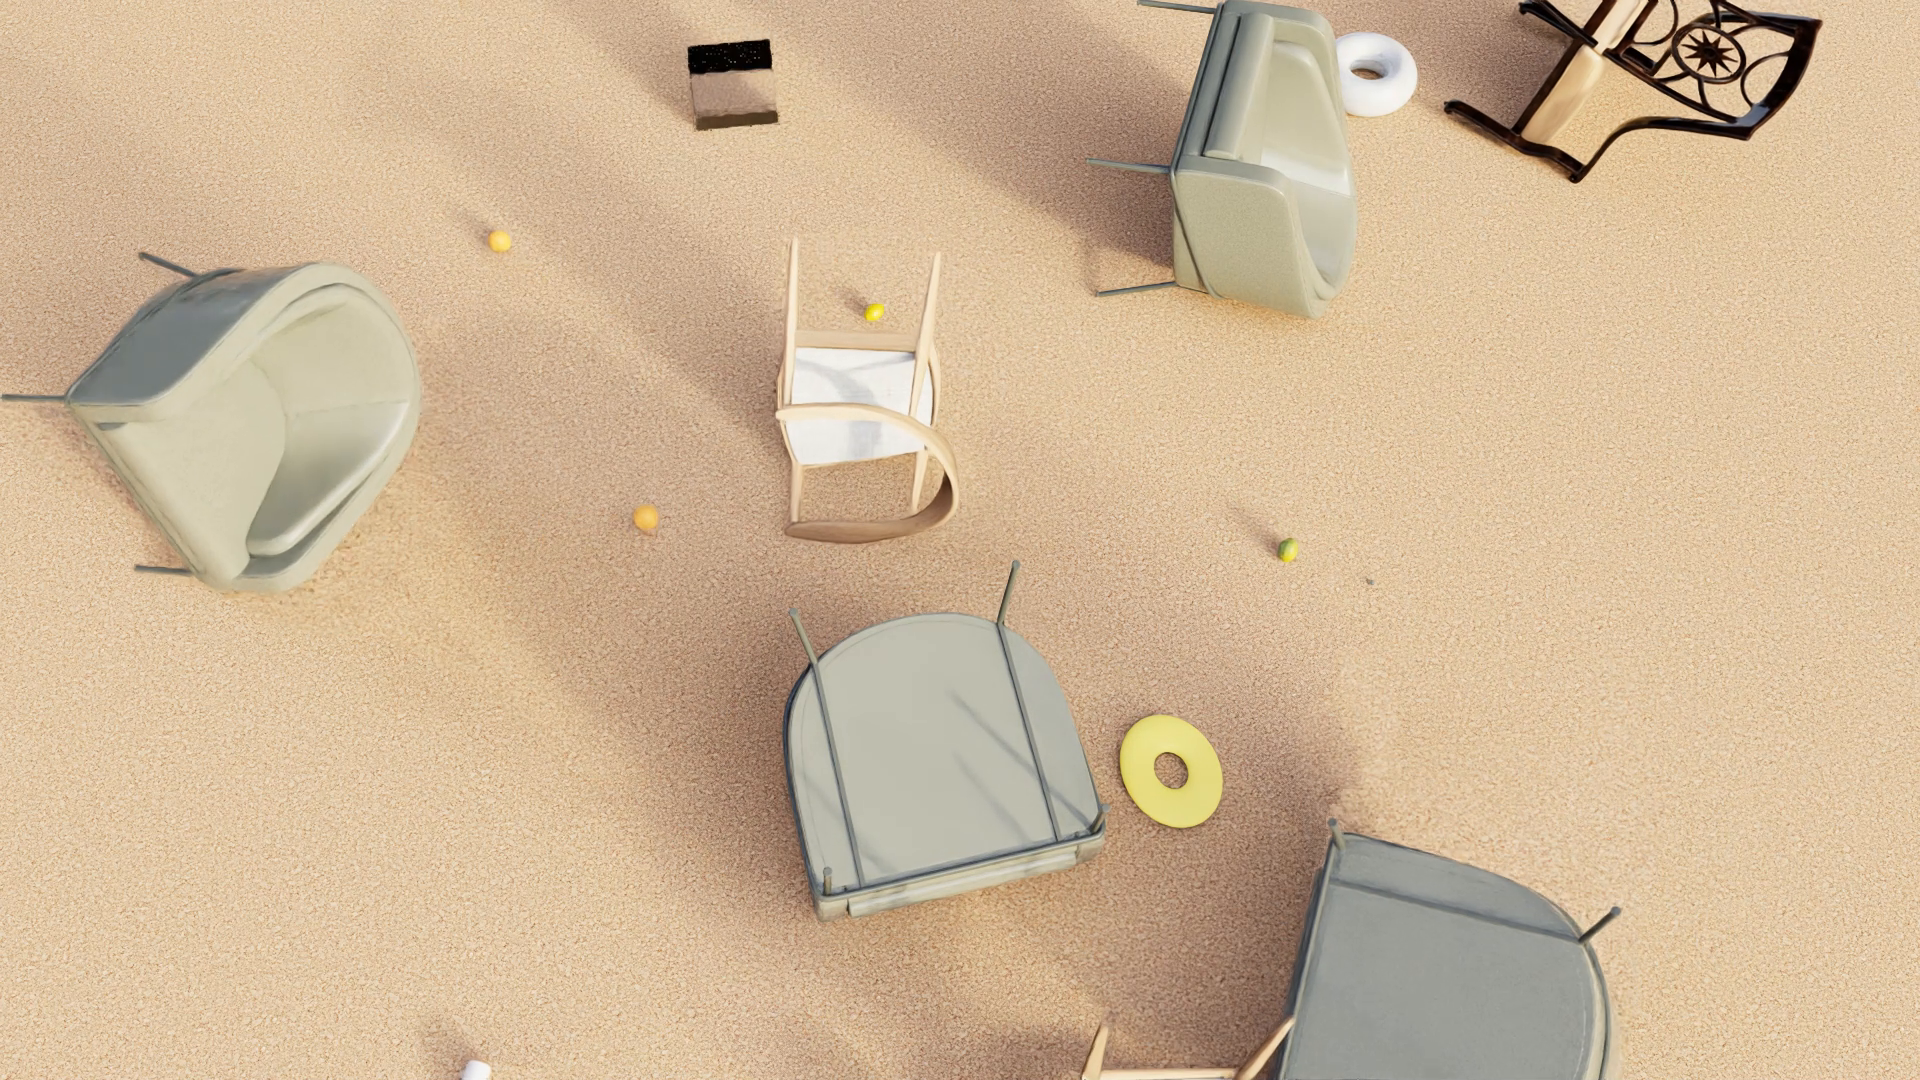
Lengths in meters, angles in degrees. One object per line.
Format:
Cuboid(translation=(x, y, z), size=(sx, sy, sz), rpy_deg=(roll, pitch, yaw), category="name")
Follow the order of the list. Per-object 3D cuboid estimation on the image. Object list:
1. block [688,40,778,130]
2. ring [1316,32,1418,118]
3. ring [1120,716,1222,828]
Cuboid(translation=(-0.770, -1.543, 7.462), size=(0.278, 0.245, 0.150), rpy_deg=(-6, 56, -4), category="block")
Cuboid(translation=(1.400, -1.604, 7.571), size=(0.348, 0.135, 0.345), rpy_deg=(2, 57, 0), category="ring")
Cuboid(translation=(0.587, 0.641, 6.118), size=(0.277, 0.044, 0.358), rpy_deg=(-14, 57, -10), category="ring")
